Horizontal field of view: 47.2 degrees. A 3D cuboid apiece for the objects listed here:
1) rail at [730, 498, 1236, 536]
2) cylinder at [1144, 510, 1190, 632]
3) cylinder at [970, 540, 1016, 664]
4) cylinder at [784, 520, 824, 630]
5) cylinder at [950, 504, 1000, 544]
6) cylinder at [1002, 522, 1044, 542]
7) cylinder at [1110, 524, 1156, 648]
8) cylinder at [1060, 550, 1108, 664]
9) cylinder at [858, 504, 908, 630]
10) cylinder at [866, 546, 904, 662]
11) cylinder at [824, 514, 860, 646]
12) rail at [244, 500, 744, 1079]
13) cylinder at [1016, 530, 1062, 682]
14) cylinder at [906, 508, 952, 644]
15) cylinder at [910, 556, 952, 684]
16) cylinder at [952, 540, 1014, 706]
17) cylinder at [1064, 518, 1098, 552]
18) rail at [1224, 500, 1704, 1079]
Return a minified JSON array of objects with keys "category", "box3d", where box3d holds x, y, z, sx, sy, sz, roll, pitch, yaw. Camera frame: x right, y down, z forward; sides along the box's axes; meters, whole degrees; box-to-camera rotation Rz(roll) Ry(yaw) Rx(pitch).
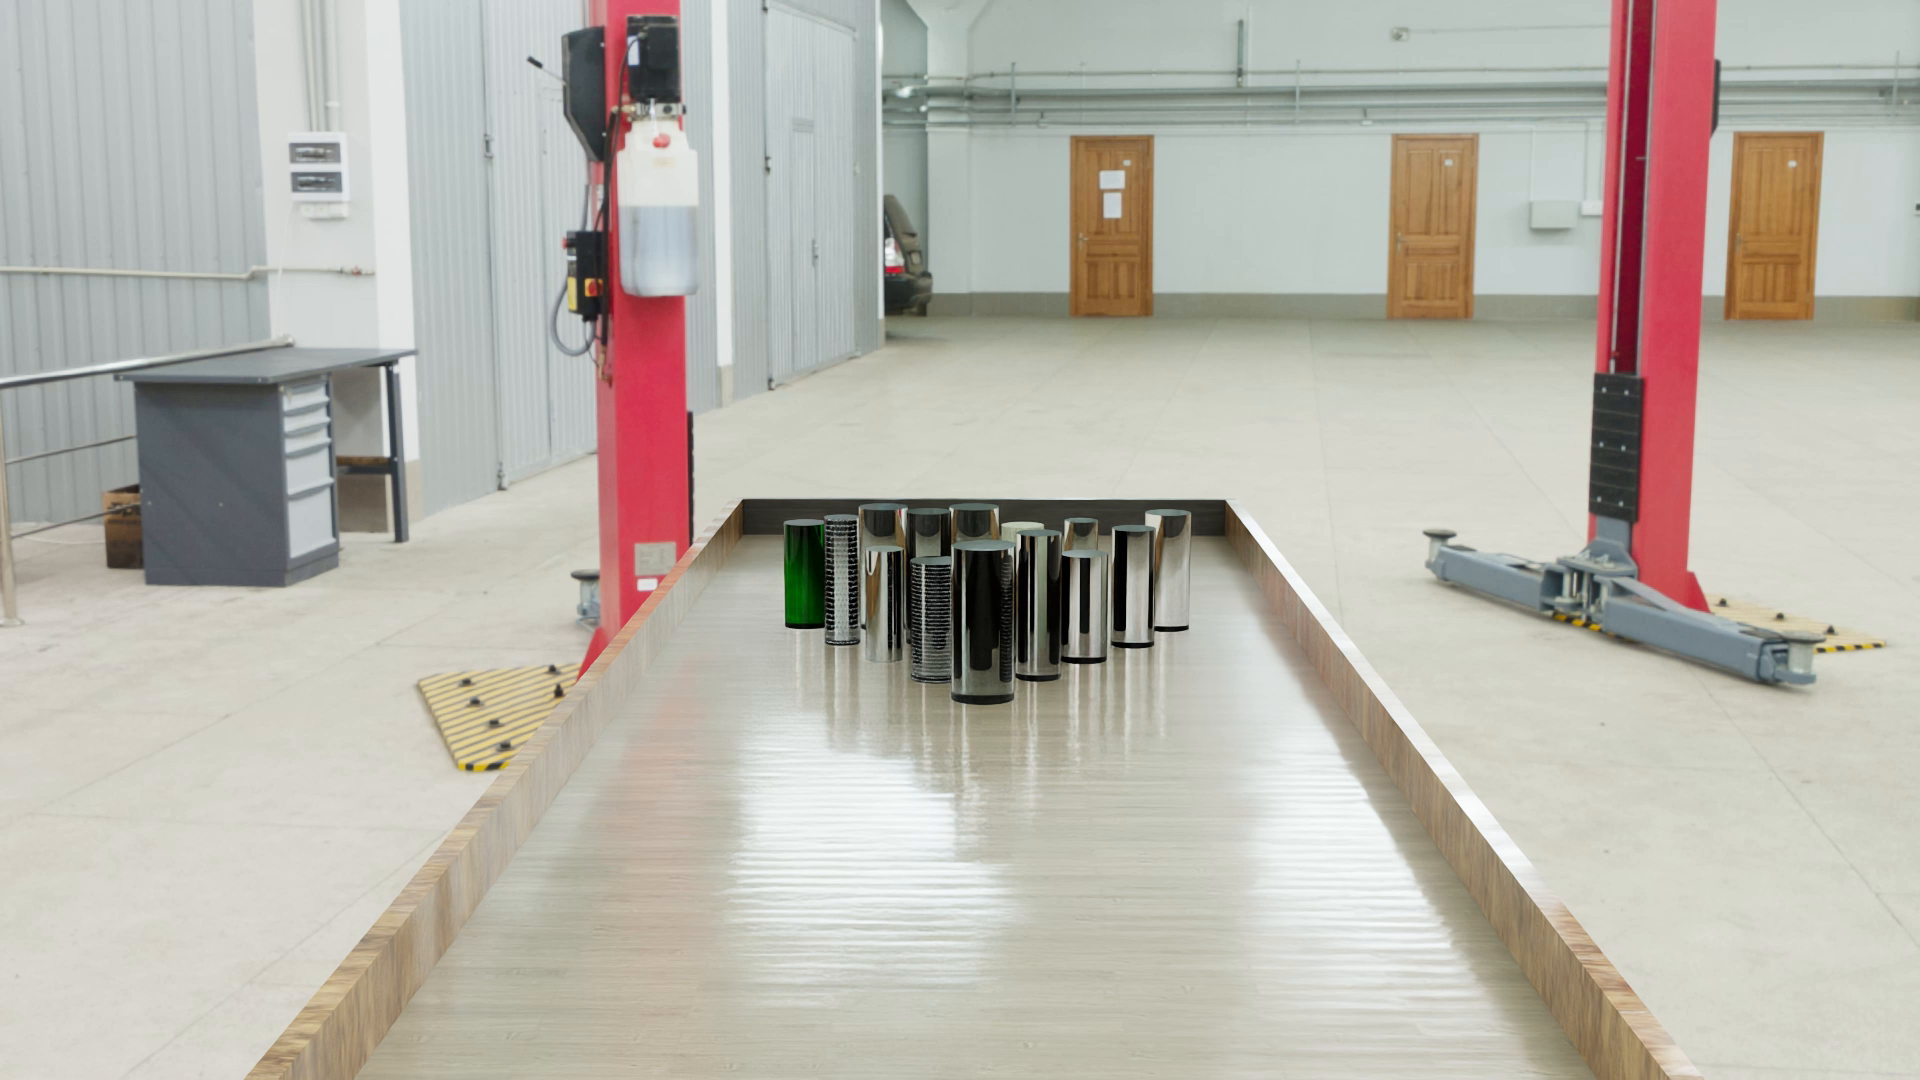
[{"category":"rail","box3d":[0.099,-0.098,9.147,2.100,0.150,0.050,0,9,1]},{"category":"cylinder","box3d":[0.675,0.099,7.170,0.149,0.381,0.149,0,9,0]},{"category":"cylinder","box3d":[0.087,0.190,6.669,0.178,0.357,0.178,0,9,0]},{"category":"cylinder","box3d":[-0.506,0.111,7.213,0.142,0.342,0.142,0,9,0]},{"category":"cylinder","box3d":[0.046,0.088,7.187,0.164,0.397,0.164,0,9,0]},{"category":"cylinder","box3d":[0.197,0.137,6.947,0.134,0.374,0.134,0,9,0]},{"category":"cylinder","box3d":[0.544,0.146,6.906,0.138,0.370,0.138,0,9,0]},{"category":"cylinder","box3d":[0.376,0.203,6.687,0.146,0.327,0.146,0,9,0]},{"category":"cylinder","box3d":[-0.249,0.088,7.184,0.162,0.398,0.162,0,9,0]},{"category":"cylinder","box3d":[-0.229,0.195,6.695,0.117,0.340,0.117,0,9,0]},{"category":"cylinder","box3d":[-0.371,0.125,6.937,0.113,0.401,0.113,0,9,0]},{"category":"rail","box3d":[-1.004,0.839,3.234,0.050,0.150,12.000,0,9,1]},{"category":"cylinder","box3d":[0.230,0.191,6.437,0.134,0.429,0.134,0,9,0]},{"category":"cylinder","box3d":[-0.099,0.116,6.940,0.144,0.418,0.144,0,9,0]},{"category":"cylinder","box3d":[-0.068,0.232,6.427,0.153,0.351,0.153,0,9,0]},{"category":"cylinder","box3d":[0.064,0.230,6.168,0.178,0.434,0.178,0,9,0]},{"category":"cylinder","box3d":[0.394,0.111,7.175,0.110,0.355,0.110,0,9,0]},{"category":"rail","box3d":[1.046,0.843,3.208,0.050,0.150,12.000,0,9,1]}]
